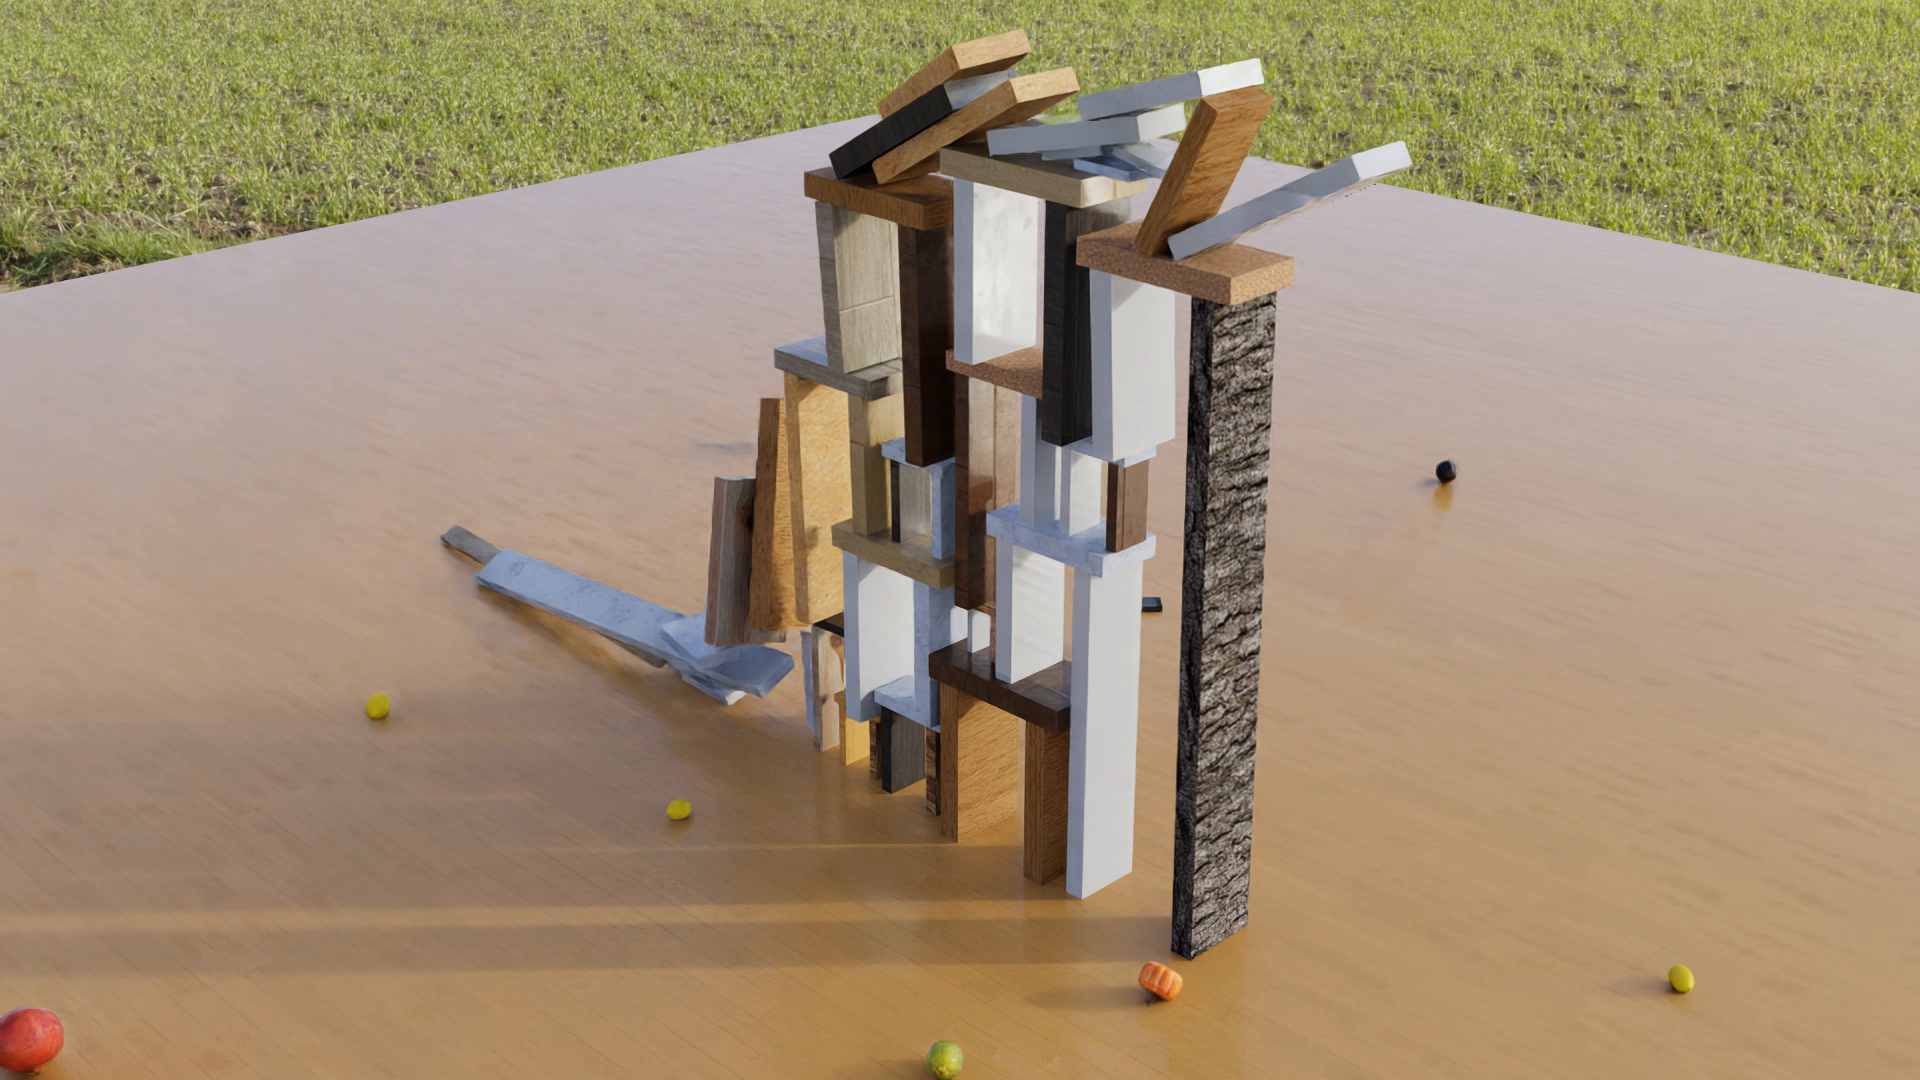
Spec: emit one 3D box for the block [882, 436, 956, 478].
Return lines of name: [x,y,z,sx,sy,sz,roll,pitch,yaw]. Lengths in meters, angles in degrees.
block: [-0.062,-0.162,4.208,0.085,0.024,0.169,-21,31,-40]

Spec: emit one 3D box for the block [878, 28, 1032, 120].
block: [-0.013,-0.818,3.896,0.151,0.043,0.302,-20,1,-29]

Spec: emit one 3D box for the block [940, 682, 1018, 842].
block: [0.039,0.413,4.353,0.048,0.339,0.170,21,31,41]

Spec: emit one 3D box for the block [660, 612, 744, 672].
block: [-0.570,0.222,4.842,0.108,0.031,0.217,-18,26,-24]

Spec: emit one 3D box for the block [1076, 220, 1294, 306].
block: [0.369,-0.461,3.630,0.164,0.047,0.328,-21,31,-41]

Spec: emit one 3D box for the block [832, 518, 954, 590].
block: [-0.092,0.012,4.318,0.154,0.044,0.308,-21,31,-40]

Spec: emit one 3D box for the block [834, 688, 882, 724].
block: [-0.190,0.340,4.582,0.138,0.020,0.069,21,31,40]

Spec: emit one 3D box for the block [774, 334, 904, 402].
block: [-0.218,-0.341,4.314,0.142,0.040,0.283,-21,31,-40]

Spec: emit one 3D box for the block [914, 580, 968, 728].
block: [-0.020,0.201,4.322,0.044,0.308,0.154,21,31,41]

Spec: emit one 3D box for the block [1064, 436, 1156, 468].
block: [0.256,-0.170,3.878,0.083,0.023,0.166,-21,31,-40]

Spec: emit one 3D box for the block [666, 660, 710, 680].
block: [-0.590,0.267,4.982,0.089,0.025,0.177,-39,28,-26]

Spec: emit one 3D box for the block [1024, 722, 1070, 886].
block: [0.199,0.476,4.205,0.048,0.339,0.170,21,31,41]

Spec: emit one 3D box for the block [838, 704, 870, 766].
block: [-0.223,0.400,4.641,0.020,0.138,0.069,21,31,40]

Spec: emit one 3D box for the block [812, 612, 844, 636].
block: [-0.245,0.171,4.568,0.140,0.020,0.070,18,29,39]

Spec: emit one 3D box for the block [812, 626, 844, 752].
block: [-0.279,0.305,4.660,0.070,0.298,0.020,-22,32,-40]

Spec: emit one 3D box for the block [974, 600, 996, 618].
block: [0.058,0.125,4.215,0.047,0.013,0.095,-21,31,-40]

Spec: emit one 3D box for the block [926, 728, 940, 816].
block: [-0.024,0.452,4.446,0.028,0.195,0.098,21,31,41]

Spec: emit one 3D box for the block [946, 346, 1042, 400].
block: [0.107,-0.312,3.982,0.125,0.035,0.250,-21,31,-41]

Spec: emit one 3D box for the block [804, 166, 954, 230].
block: [-0.120,-0.643,4.072,0.164,0.046,0.328,-21,31,-39]

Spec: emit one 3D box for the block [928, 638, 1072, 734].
block: [0.119,0.266,4.203,0.339,0.048,0.170,21,31,41]

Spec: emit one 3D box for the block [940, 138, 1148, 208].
block: [0.142,-0.640,3.794,0.167,0.047,0.334,-21,31,-40]

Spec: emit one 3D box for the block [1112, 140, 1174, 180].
block: [0.320,-0.626,3.632,0.128,0.018,0.064,35,39,30]

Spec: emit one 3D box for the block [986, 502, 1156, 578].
block: [0.200,-0.010,4.008,0.143,0.041,0.286,-21,31,-41]

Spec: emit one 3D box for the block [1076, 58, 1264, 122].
block: [0.338,-0.729,3.564,0.142,0.040,0.283,-20,13,-37]

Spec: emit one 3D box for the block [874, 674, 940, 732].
block: [-0.070,0.331,4.445,0.098,0.028,0.195,-21,31,-40]

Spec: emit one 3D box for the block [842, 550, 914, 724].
block: [-0.163,0.175,4.469,0.154,0.374,0.044,-21,31,-40]

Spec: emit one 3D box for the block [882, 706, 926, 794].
block: [-0.116,0.416,4.530,0.098,0.195,0.028,-21,31,-41]

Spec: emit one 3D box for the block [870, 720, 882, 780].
block: [-0.156,0.425,4.583,0.020,0.138,0.069,21,31,40]

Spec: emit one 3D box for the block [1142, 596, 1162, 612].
block: [0.437,0.158,5.369,0.109,0.015,0.054,0,23,-1]

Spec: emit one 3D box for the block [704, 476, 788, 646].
block: [-0.451,0.044,4.744,0.180,0.359,0.051,-2,10,-38]
